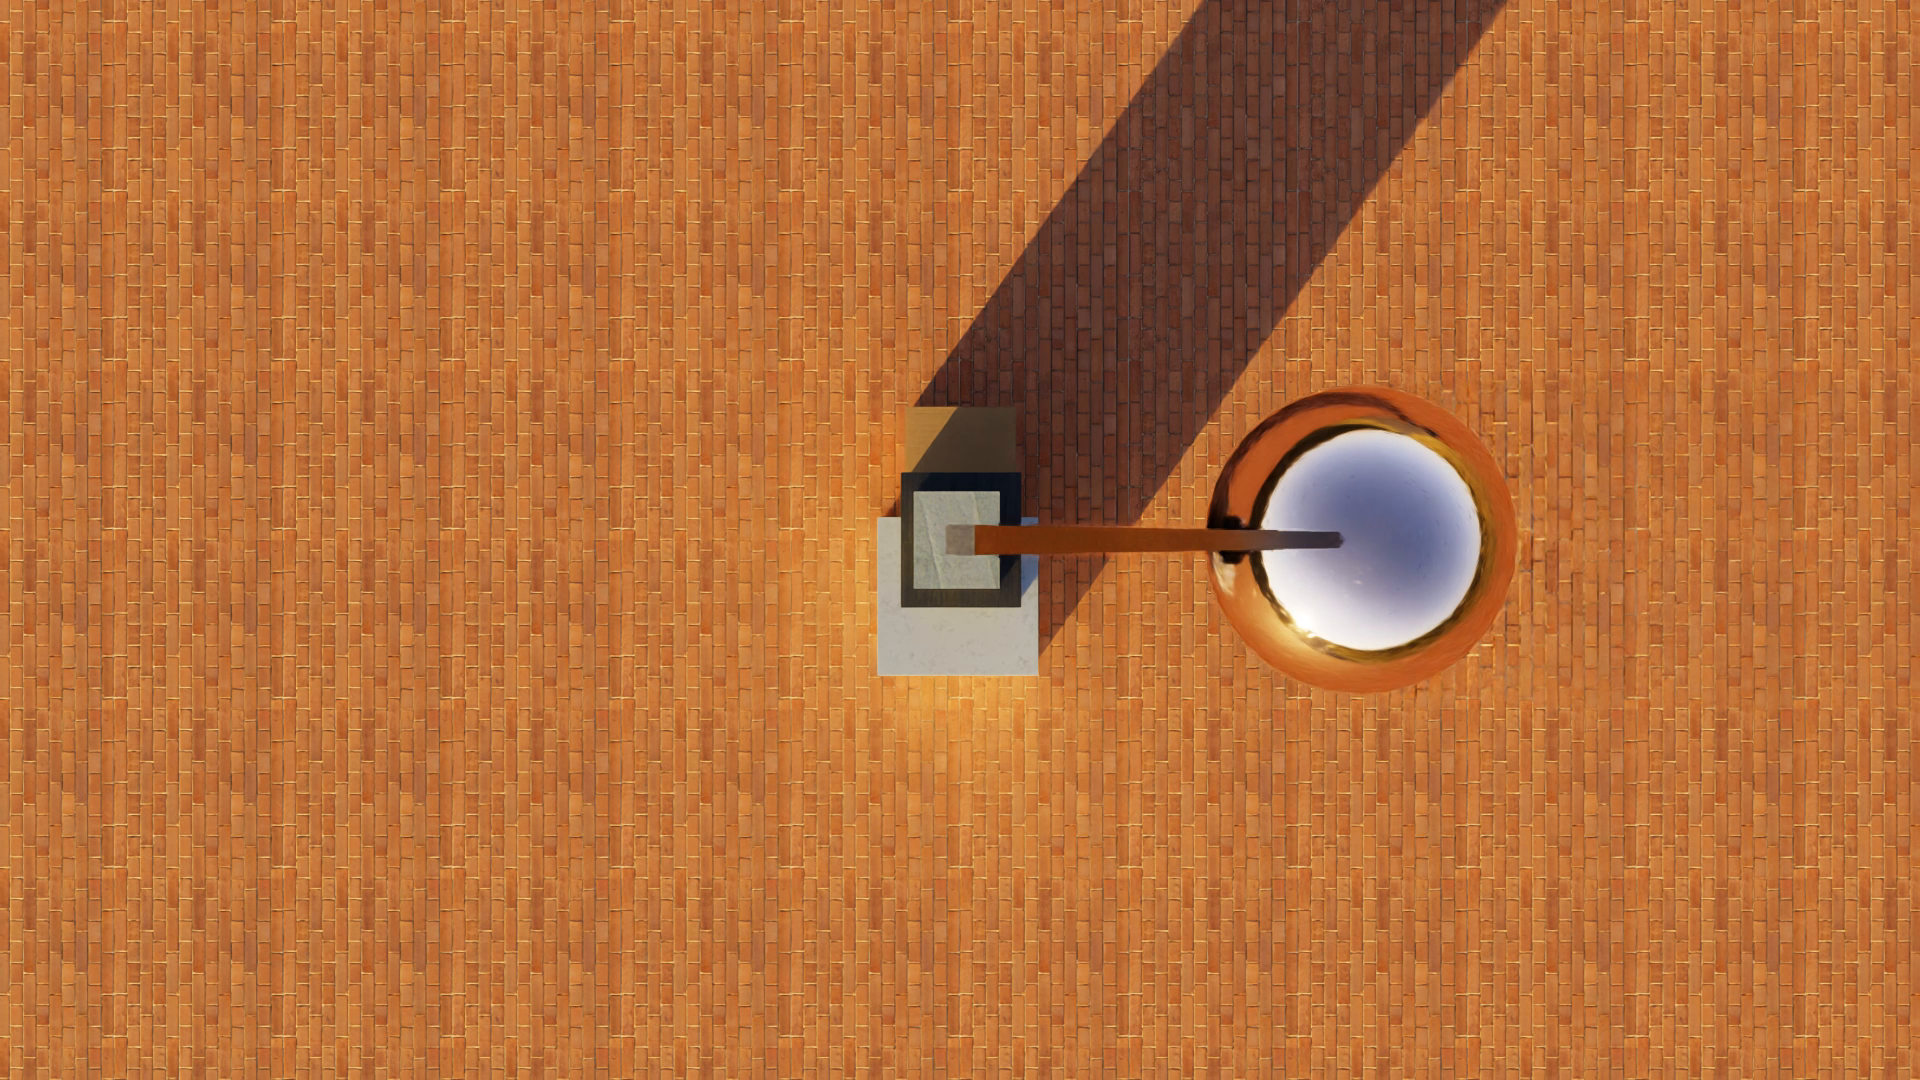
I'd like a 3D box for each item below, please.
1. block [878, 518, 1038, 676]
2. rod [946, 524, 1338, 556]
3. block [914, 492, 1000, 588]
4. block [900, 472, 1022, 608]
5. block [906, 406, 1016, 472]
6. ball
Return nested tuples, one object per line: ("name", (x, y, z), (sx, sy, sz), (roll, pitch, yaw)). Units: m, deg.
("block", (-0.012, 0.311, 12.578), (0.889, 0.844, 0.875), (0, 90, 0))
("rod", (0.899, 0.000, 8.229), (0.080, 5.200, 0.080), (0, 90, 20))
("block", (-0.017, 0.000, 11.192), (0.429, 0.420, 0.485), (0, 90, 0))
("block", (0.005, 0.000, 11.779), (0.624, 0.755, 0.701), (0, 90, 0))
("block", (0.003, -0.443, 12.674), (0.622, 0.651, 0.612), (0, 90, 0))
("ball", (2.074, 0.000, 11.419), (1.600, 1.600, 1.600), (0, 90, 0))
